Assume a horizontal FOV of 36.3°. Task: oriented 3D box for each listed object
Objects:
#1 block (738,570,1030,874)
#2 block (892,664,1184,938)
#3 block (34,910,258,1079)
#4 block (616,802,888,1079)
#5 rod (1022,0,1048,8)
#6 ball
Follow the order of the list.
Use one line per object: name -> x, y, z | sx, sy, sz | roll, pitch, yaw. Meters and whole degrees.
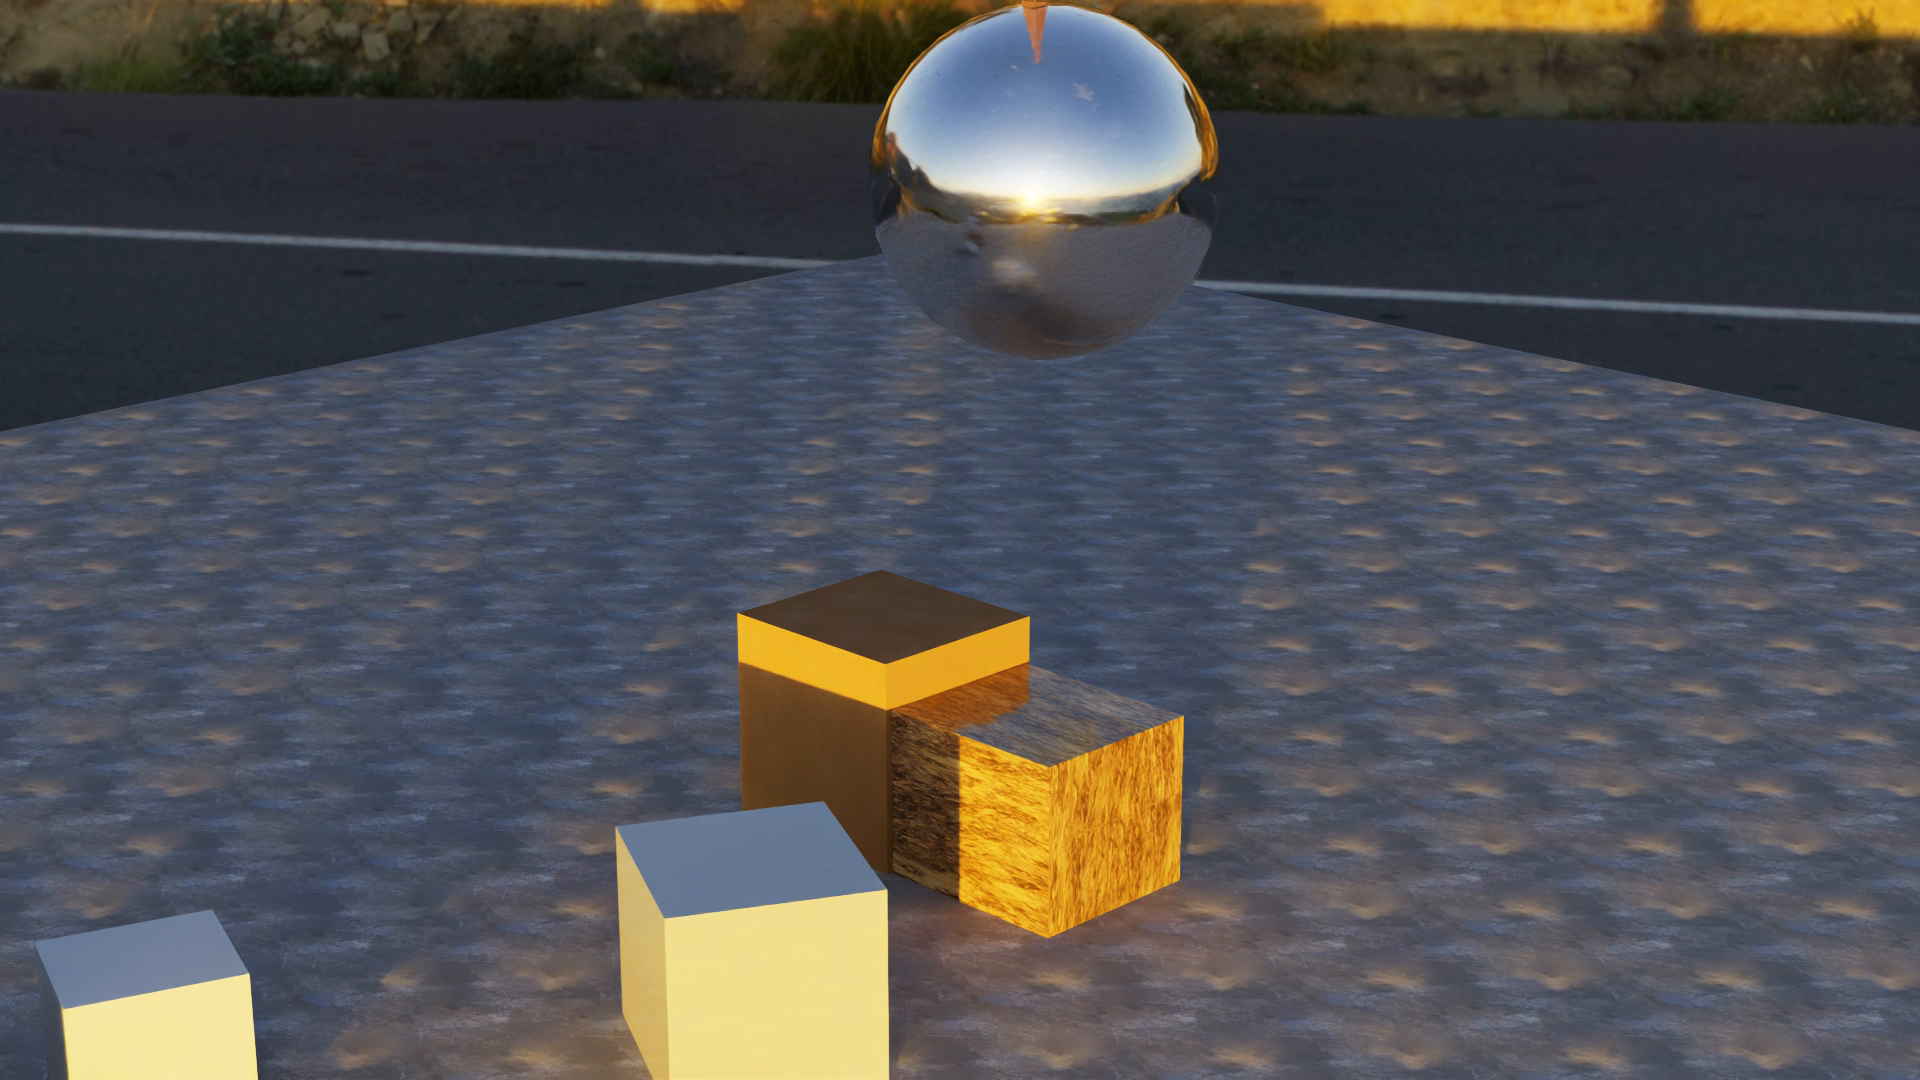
block -> -0.362, 0.841, 13.960 | 1.010, 1.024, 0.937 | 17, 24, 42
block -> 0.348, 1.161, 13.315 | 0.876, 0.801, 0.980 | -17, 24, -42
block -> -3.101, 1.898, 11.192 | 0.679, 0.667, 0.639 | -8, 19, -25
block -> -0.837, 1.651, 11.701 | 0.873, 0.835, 0.931 | -5, 18, -17
rod -> 0.165, -4.781, 12.012 | 0.080, 5.200, 0.080 | 17, 29, 42
ball -> 0.381, -1.615, 13.233 | 1.600, 1.600, 1.600 | 0, 17, 0
